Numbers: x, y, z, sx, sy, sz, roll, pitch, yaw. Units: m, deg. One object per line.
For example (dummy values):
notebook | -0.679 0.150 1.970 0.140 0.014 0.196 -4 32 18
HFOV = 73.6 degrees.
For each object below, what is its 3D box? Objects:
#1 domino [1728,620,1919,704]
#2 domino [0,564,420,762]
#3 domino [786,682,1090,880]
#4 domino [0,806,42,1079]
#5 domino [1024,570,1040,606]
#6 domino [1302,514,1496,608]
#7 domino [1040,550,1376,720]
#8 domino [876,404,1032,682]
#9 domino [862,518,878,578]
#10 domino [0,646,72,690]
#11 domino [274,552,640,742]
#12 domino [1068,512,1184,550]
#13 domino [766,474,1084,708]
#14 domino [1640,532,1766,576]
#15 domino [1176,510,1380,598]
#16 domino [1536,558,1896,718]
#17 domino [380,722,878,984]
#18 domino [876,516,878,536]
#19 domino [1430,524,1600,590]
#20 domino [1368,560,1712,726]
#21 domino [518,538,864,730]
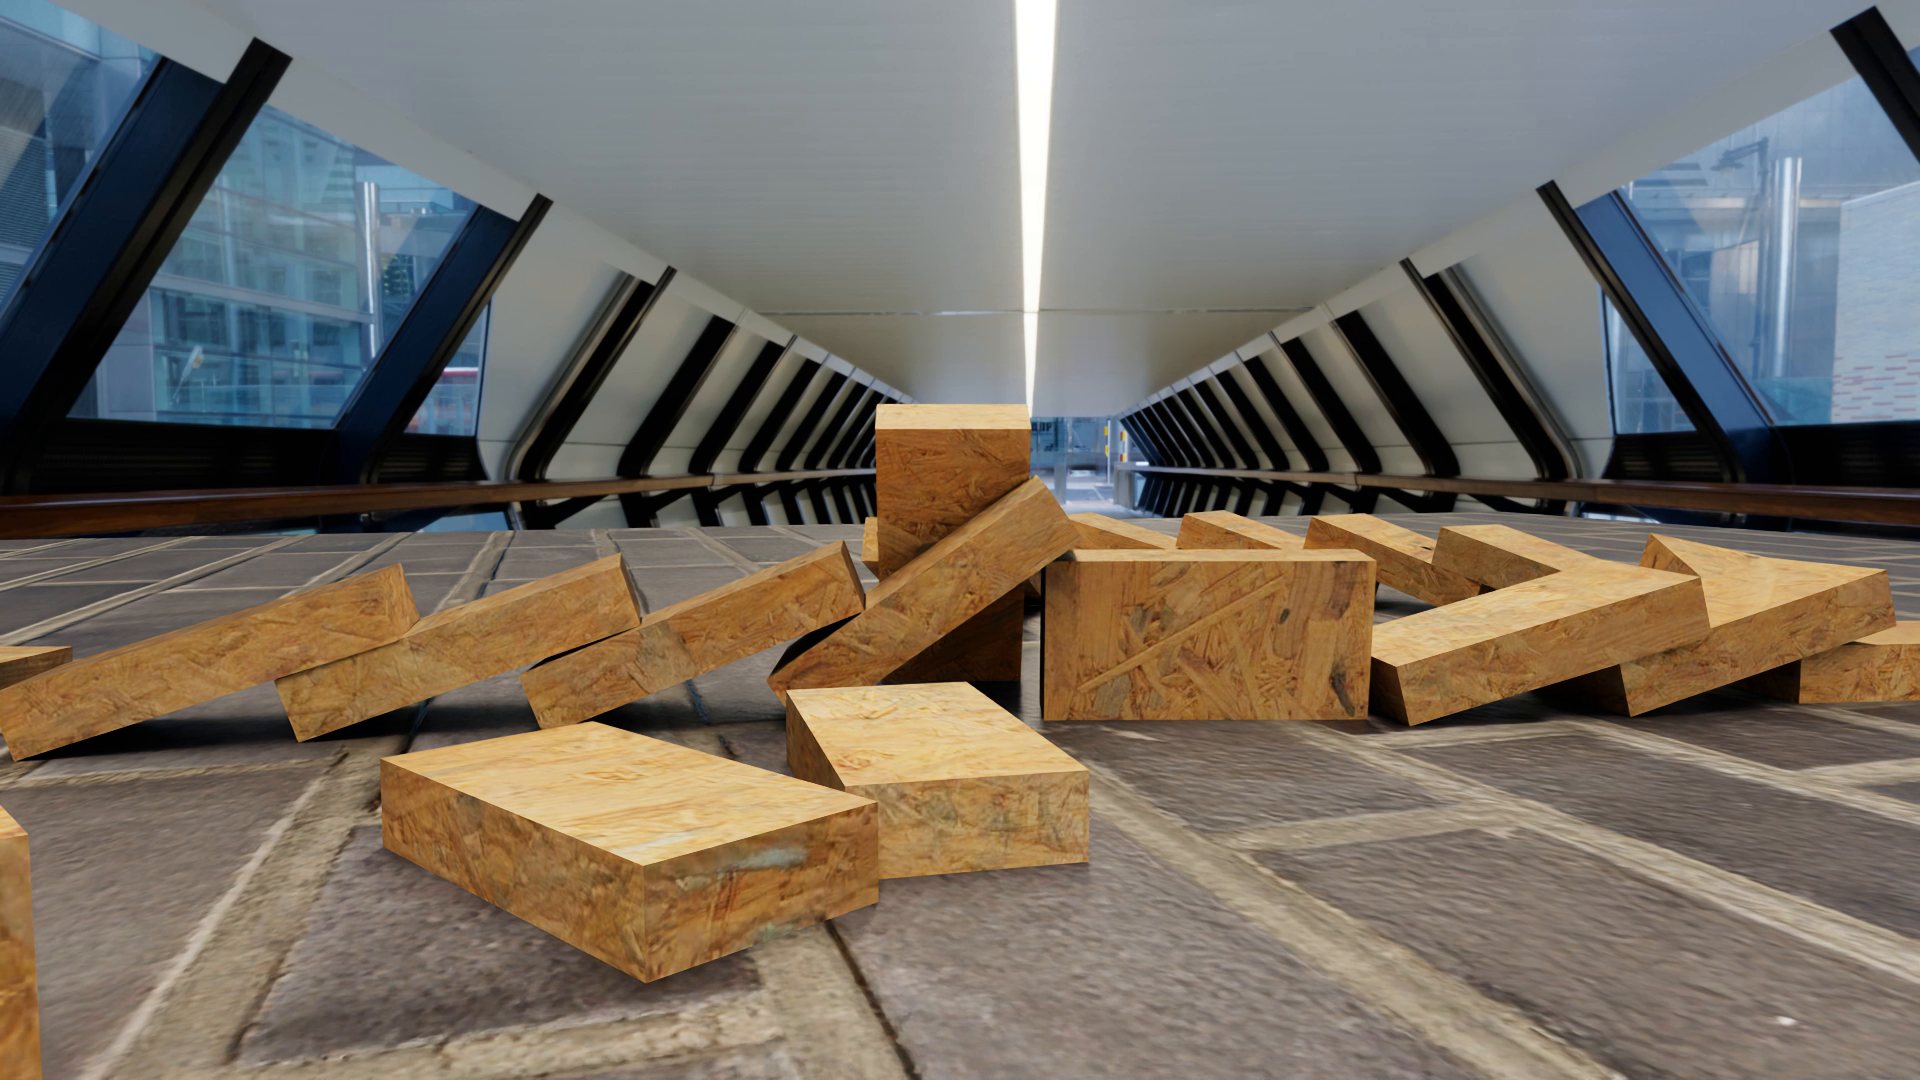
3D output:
domino | 0.161 0.021 0.226 0.050 0.010 0.025 -1 4 -7
domino | -0.108 0.017 0.189 0.050 0.010 0.025 -18 9 -14
domino | -0.005 0.026 0.152 0.025 0.010 0.050 -1 4 -14
domino | -0.063 0.025 0.073 0.050 0.025 0.010 4 6 44
domino | 0.006 0.007 0.317 0.025 0.009 0.050 1 -14 13
domino | 0.118 0.006 0.334 0.025 0.009 0.050 -4 22 -40
domino | 0.038 0.015 0.200 0.050 0.025 0.009 0 10 -1
domino | -0.001 0.001 0.222 0.025 0.050 0.009 0 30 -1
domino | -0.003 0.008 0.285 0.025 0.009 0.050 1 -17 13
domino | -0.157 0.024 0.185 0.025 0.009 0.050 0 4 0
domino | -0.076 0.015 0.200 0.050 0.009 0.025 -19 9 -12
domino | 0.055 0.004 0.370 0.050 0.009 0.025 18 12 25
domino | -0.005 0.009 0.199 0.050 0.010 0.025 -35 6 4
domino | 0.165 0.011 0.274 0.025 0.009 0.050 13 16 12
domino | 0.088 0.004 0.355 0.050 0.010 0.025 23 17 34
domino | 0.124 0.015 0.215 0.050 0.009 0.025 -16 7 -9
domino | -0.034 0.028 0.127 0.050 0.009 0.025 4 6 43
domino | -0.002 0.006 0.250 0.025 0.009 0.050 0 -28 1
domino | 0.141 0.009 0.304 0.025 0.009 0.050 -2 19 -35
domino | 0.089 0.016 0.207 0.050 0.010 0.025 -15 7 -5
domino | -0.040 0.014 0.200 0.050 0.010 0.025 -21 6 -2
